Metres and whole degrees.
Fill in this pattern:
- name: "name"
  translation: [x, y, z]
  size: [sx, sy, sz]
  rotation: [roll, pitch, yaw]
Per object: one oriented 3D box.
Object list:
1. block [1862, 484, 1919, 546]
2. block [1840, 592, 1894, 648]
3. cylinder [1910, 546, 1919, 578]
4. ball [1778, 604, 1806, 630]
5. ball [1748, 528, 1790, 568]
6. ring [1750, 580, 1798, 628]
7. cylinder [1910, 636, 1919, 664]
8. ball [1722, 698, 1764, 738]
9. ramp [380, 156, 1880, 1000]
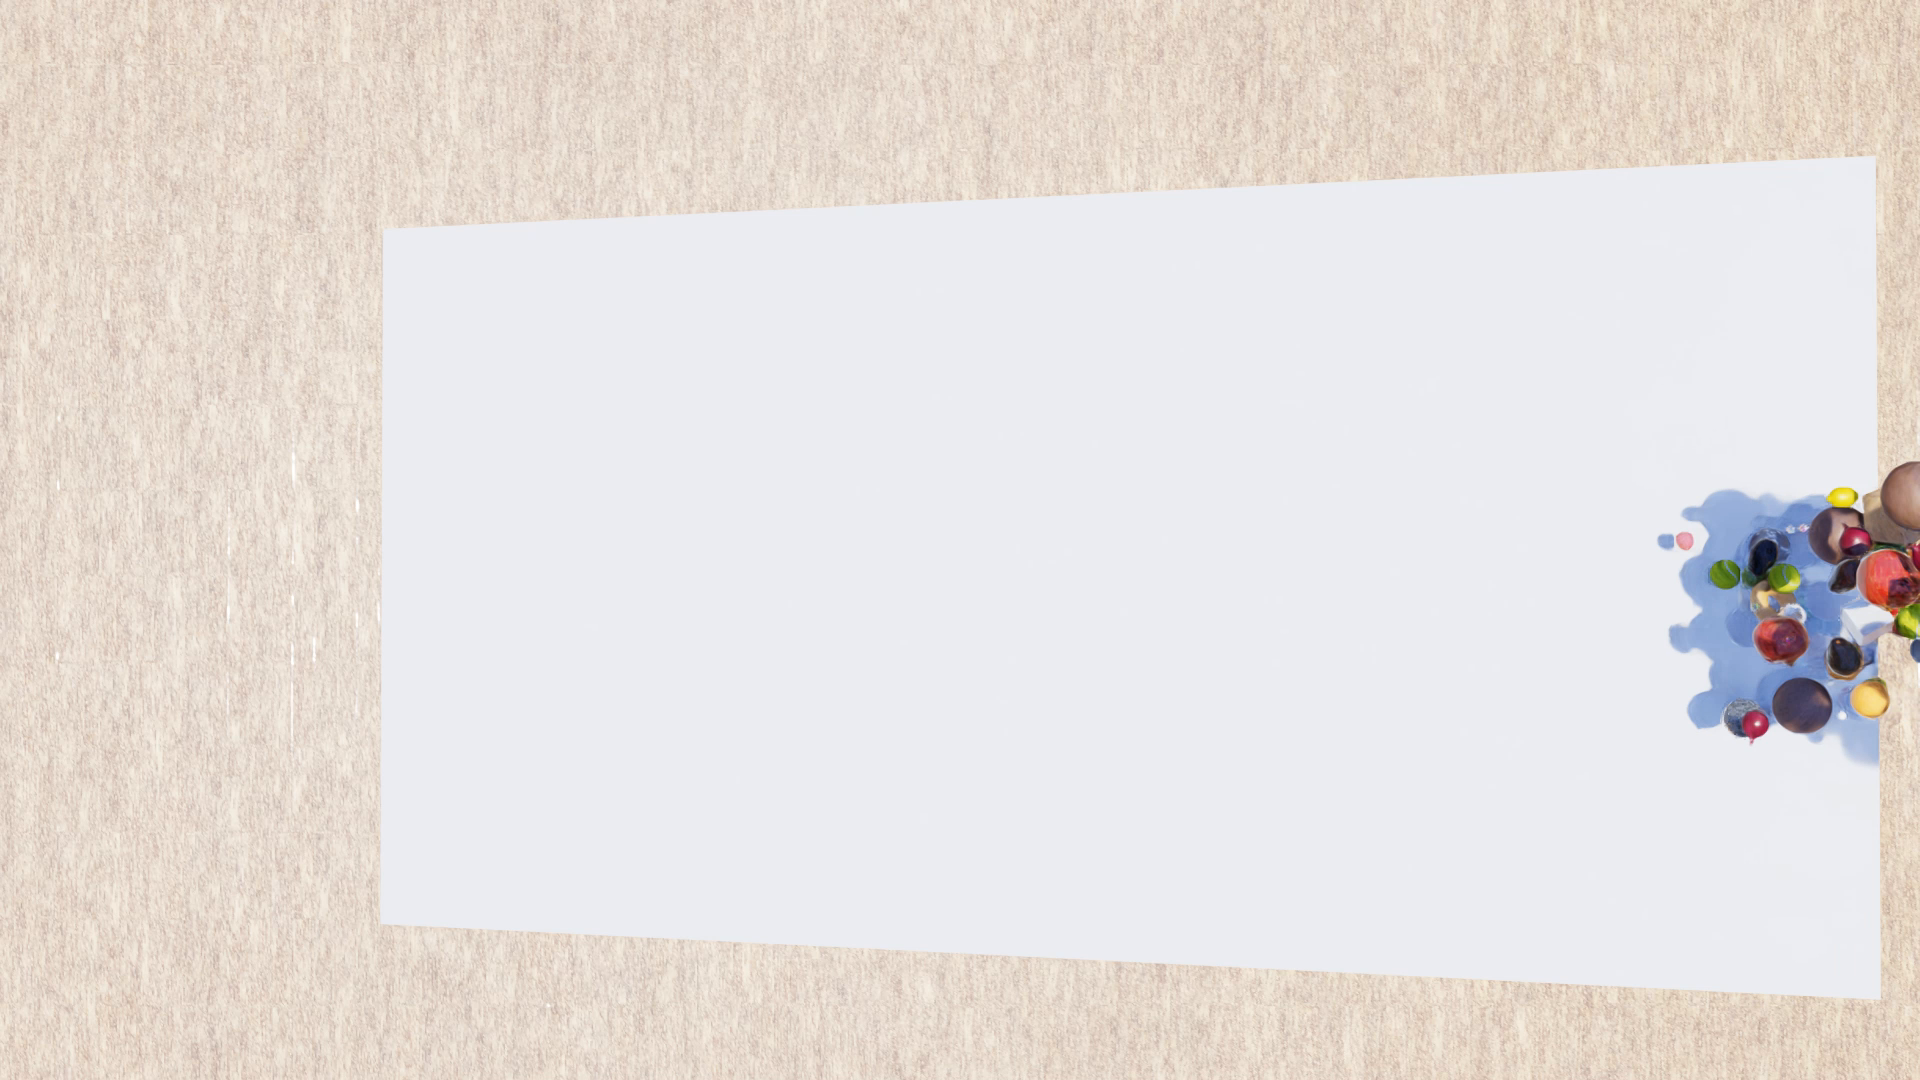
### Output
- name: "block"
  translation: [1.990, -0.055, 4.661]
  size: [0.099, 0.099, 0.099]
  rotation: [-18, 105, -29]
- name: "block"
  translation: [1.743, 0.153, 4.224]
  size: [0.066, 0.066, 0.066]
  rotation: [-29, 64, 5]
- name: "cylinder"
  translation: [1.976, 0.029, 4.423]
  size: [0.090, 0.090, 0.090]
  rotation: [3, 48, -3]
- name: "ball"
  translation: [1.856, 0.170, 4.905]
  size: [0.058, 0.058, 0.058]
  rotation: [0, 89, 0]
- name: "ball"
  translation: [1.887, 0.018, 5.125]
  size: [0.092, 0.092, 0.092]
  rotation: [0, 89, 0]
- name: "ring"
  translation: [1.872, 0.146, 5.058]
  size: [0.117, 0.039, 0.117]
  rotation: [7, 66, -15]
- name: "cylinder"
  translation: [1.862, 0.207, 4.214]
  size: [0.059, 0.059, 0.059]
  rotation: [-13, 89, -44]
- name: "ball"
  translation: [1.780, 0.405, 4.993]
  size: [0.090, 0.090, 0.090]
  rotation: [0, 89, 0]
- name: "ramp"
  translation: [0.270, 0.096, 5.819]
  size: [4.000, 0.100, 2.000]
  rotation: [0, 89, 16]
